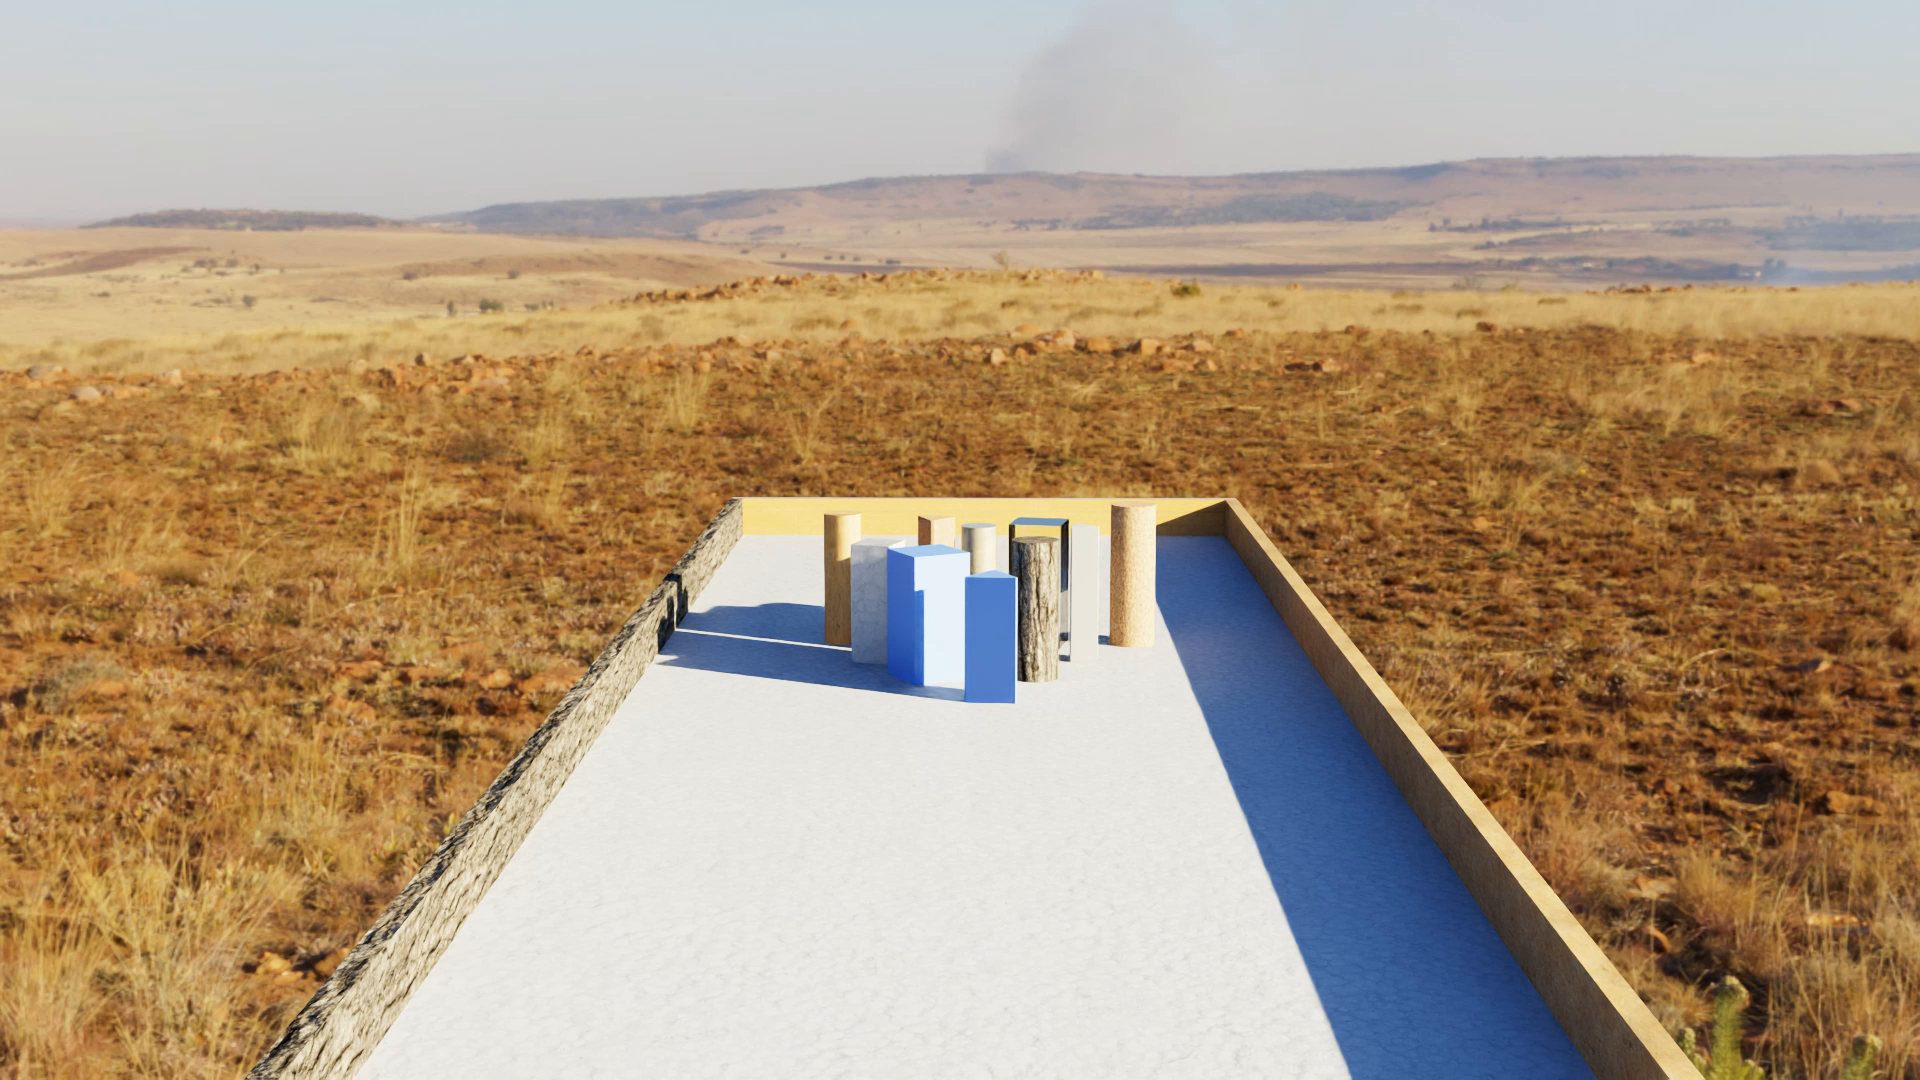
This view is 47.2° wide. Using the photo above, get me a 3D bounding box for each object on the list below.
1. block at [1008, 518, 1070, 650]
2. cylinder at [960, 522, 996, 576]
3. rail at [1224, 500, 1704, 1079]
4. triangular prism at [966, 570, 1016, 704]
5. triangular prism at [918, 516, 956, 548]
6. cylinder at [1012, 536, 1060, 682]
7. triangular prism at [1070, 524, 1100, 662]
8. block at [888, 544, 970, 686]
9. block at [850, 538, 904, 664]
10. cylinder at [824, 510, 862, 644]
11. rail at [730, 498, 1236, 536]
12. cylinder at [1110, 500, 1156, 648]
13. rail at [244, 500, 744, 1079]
[{"bbox_3d":[0.248,0.134,6.919,0.163,0.389,0.163,2,9,12],"label":"block"},{"bbox_3d":[0.057,0.159,6.690,0.109,0.412,0.109,0,9,0],"label":"cylinder"},{"bbox_3d":[1.046,0.843,3.208,0.050,0.150,12.000,0,9,1],"label":"rail"},{"bbox_3d":[0.091,0.269,6.172,0.143,0.356,0.124,1,9,5],"label":"triangular prism"},{"bbox_3d":[-0.091,0.125,6.943,0.101,0.400,0.117,7,11,36],"label":"triangular prism"},{"bbox_3d":[0.220,0.201,6.428,0.138,0.410,0.138,0,9,0],"label":"cylinder"},{"bbox_3d":[0.365,0.159,6.688,0.089,0.413,0.077,-3,9,-17],"label":"triangular prism"},{"bbox_3d":[-0.093,0.216,6.445,0.179,0.376,0.179,-5,10,-28],"label":"block"},{"bbox_3d":[-0.249,0.185,6.684,0.126,0.362,0.126,3,10,20],"label":"block"},{"bbox_3d":[-0.370,0.118,6.953,0.117,0.411,0.117,0,9,0],"label":"cylinder"},{"bbox_3d":[0.099,-0.098,9.147,2.100,0.150,0.050,0,9,1],"label":"rail"},{"bbox_3d":[0.543,0.107,6.918,0.141,0.444,0.141,0,9,0],"label":"cylinder"},{"bbox_3d":[-1.004,0.839,3.234,0.050,0.150,12.000,0,9,1],"label":"rail"}]
